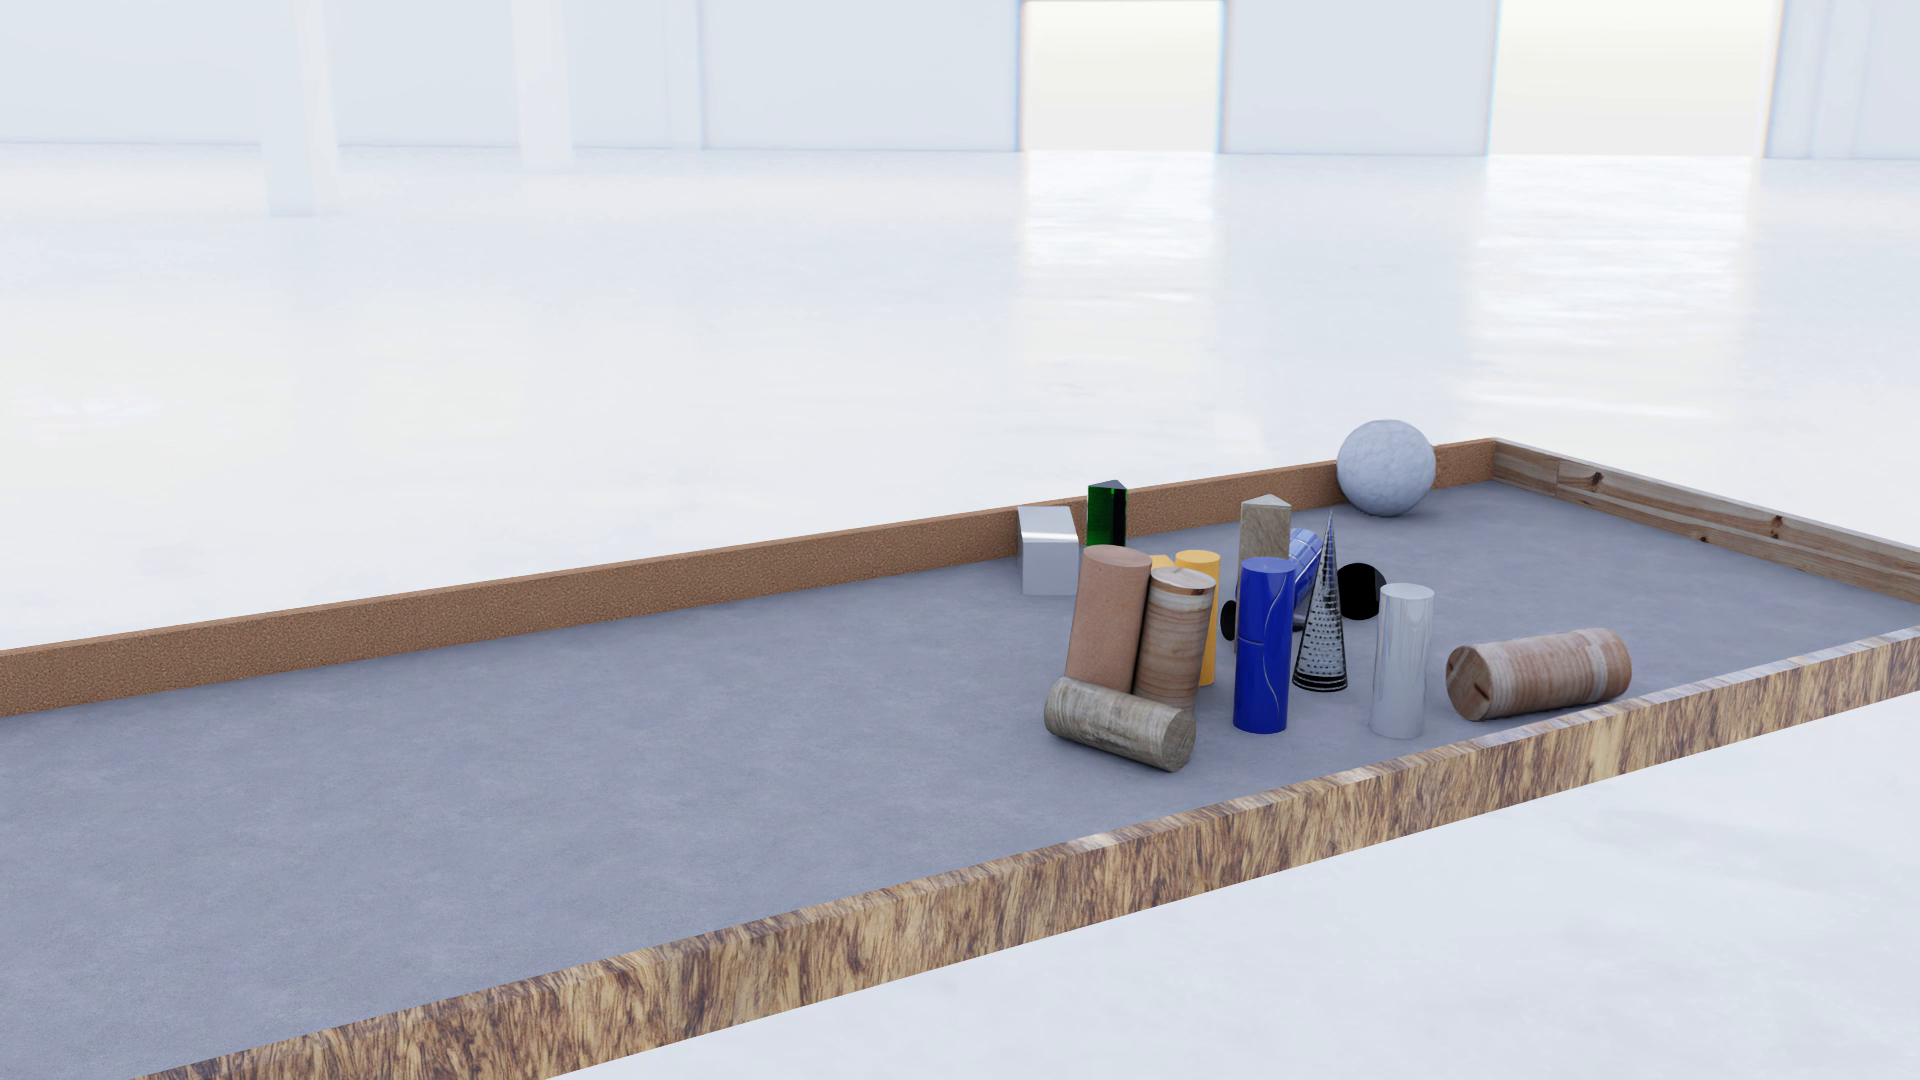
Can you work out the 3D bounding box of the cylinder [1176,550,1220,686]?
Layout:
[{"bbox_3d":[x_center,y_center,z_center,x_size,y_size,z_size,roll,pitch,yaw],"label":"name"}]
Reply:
[{"bbox_3d":[0.588,0.195,4.120,0.109,0.322,0.109,0,16,0],"label":"cylinder"}]

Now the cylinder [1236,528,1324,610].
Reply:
[{"bbox_3d":[0.922,0.101,4.707,0.172,0.172,0.409,7,18,23],"label":"cylinder"}]

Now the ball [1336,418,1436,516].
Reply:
[{"bbox_3d":[1.451,-0.248,5.615,0.330,0.330,0.330,0,16,0],"label":"ball"}]

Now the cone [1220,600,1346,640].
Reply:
[{"bbox_3d":[0.895,0.225,4.491,0.363,0.111,0.111,3,14,-21],"label":"cone"}]

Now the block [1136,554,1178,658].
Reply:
[{"bbox_3d":[0.446,0.212,4.098,0.178,0.303,0.178,-3,17,-10],"label":"block"}]

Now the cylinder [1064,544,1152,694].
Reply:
[{"bbox_3d":[0.343,0.221,3.885,0.163,0.388,0.163,7,17,-2],"label":"cylinder"}]

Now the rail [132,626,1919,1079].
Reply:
[{"bbox_3d":[-2.336,1.006,1.665,12.000,0.150,0.050,-9,18,-27],"label":"rail"}]

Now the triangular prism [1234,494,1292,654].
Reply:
[{"bbox_3d":[0.796,0.092,4.315,0.125,0.411,0.108,4,17,15],"label":"triangular prism"}]

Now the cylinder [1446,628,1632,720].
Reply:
[{"bbox_3d":[1.388,0.319,3.958,0.402,0.176,0.176,-6,17,-19],"label":"cylinder"}]

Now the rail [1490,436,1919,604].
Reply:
[{"bbox_3d":[2.466,-0.048,5.253,0.050,0.150,2.100,-9,18,-27],"label":"rail"}]

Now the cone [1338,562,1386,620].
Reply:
[{"bbox_3d":[1.175,0.125,4.787,0.161,0.161,0.431,5,7,18],"label":"cone"}]

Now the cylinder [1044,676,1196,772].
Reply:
[{"bbox_3d":[0.358,0.411,3.710,0.320,0.139,0.139,13,21,38],"label":"cylinder"}]

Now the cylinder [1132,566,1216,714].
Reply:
[{"bbox_3d":[0.498,0.249,3.878,0.153,0.340,0.153,6,17,-2],"label":"cylinder"}]

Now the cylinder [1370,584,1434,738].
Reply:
[{"bbox_3d":[1.020,0.278,3.809,0.119,0.337,0.119,0,16,0],"label":"cylinder"}]

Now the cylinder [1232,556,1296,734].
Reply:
[{"bbox_3d":[0.706,0.245,3.828,0.126,0.392,0.126,0,16,0],"label":"cylinder"}]

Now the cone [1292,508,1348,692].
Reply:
[{"bbox_3d":[0.903,0.138,4.076,0.138,0.456,0.138,0,16,0],"label":"cone"}]

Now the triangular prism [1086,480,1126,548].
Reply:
[{"bbox_3d":[0.441,-0.014,4.843,0.116,0.315,0.101,6,17,19],"label":"triangular prism"}]

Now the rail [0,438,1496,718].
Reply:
[{"bbox_3d":[-3.305,0.497,3.399,12.000,0.150,0.050,-9,18,-27],"label":"rail"}]

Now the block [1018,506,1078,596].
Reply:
[{"bbox_3d":[0.261,0.028,4.973,0.161,0.161,0.395,0,16,0],"label":"block"}]
